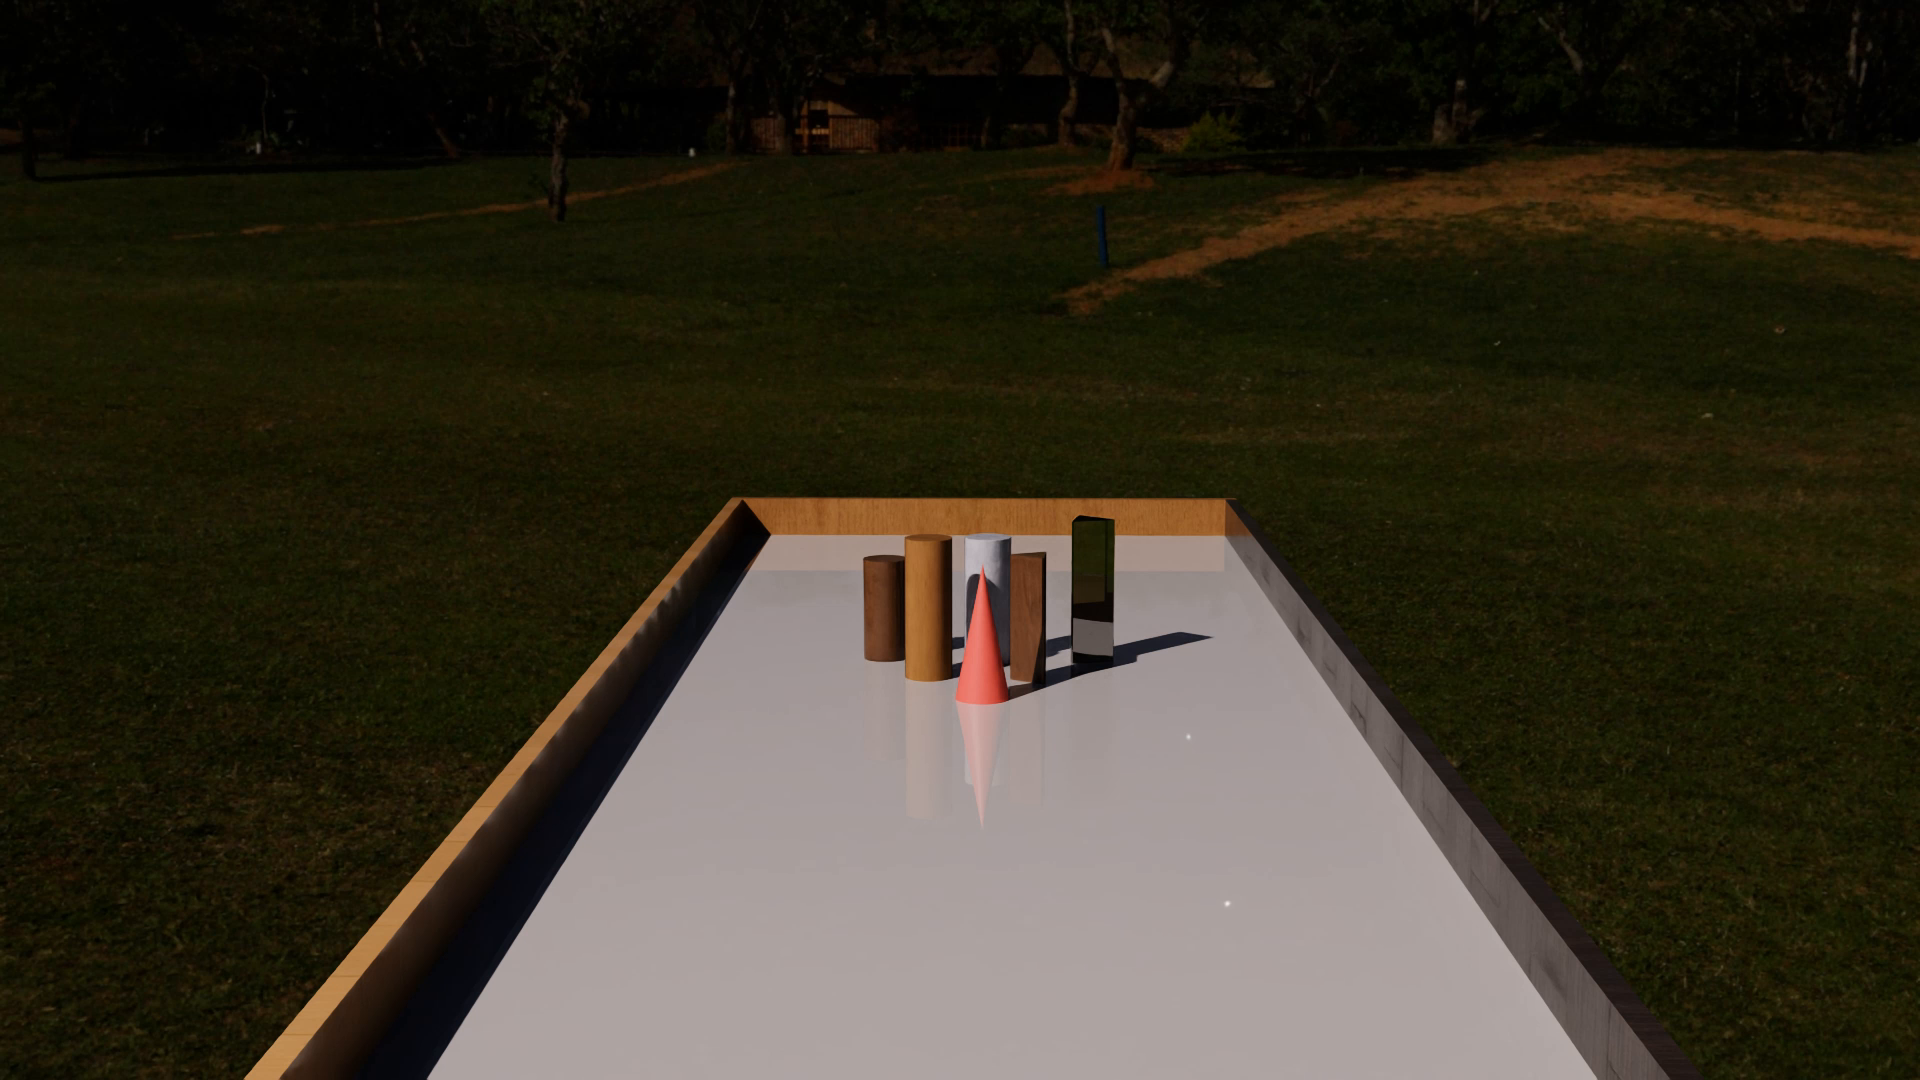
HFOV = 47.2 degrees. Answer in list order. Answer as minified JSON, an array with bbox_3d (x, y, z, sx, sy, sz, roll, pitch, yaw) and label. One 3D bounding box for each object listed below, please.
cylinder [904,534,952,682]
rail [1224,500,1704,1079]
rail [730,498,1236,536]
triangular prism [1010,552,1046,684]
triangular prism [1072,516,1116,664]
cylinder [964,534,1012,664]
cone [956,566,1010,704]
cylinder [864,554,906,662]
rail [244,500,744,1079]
[{"bbox_3d":[-0.092,0.198,6.441,0.139,0.414,0.139,0,9,0],"label":"cylinder"},{"bbox_3d":[1.046,0.843,3.208,0.050,0.150,12.000,0,9,1],"label":"rail"},{"bbox_3d":[0.099,-0.098,9.147,2.100,0.150,0.050,0,9,1],"label":"rail"},{"bbox_3d":[0.221,0.223,6.417,0.114,0.370,0.098,6,11,35],"label":"triangular prism"},{"bbox_3d":[0.384,0.147,6.693,0.137,0.434,0.118,-3,9,-18],"label":"triangular prism"},{"bbox_3d":[0.085,0.178,6.678,0.141,0.379,0.141,0,9,0],"label":"cylinder"},{"bbox_3d":[0.063,0.257,6.166,0.154,0.383,0.154,0,9,0],"label":"cone"},{"bbox_3d":[-0.226,0.208,6.715,0.137,0.307,0.137,0,9,0],"label":"cylinder"},{"bbox_3d":[-1.004,0.839,3.234,0.050,0.150,12.000,0,9,1],"label":"rail"}]
